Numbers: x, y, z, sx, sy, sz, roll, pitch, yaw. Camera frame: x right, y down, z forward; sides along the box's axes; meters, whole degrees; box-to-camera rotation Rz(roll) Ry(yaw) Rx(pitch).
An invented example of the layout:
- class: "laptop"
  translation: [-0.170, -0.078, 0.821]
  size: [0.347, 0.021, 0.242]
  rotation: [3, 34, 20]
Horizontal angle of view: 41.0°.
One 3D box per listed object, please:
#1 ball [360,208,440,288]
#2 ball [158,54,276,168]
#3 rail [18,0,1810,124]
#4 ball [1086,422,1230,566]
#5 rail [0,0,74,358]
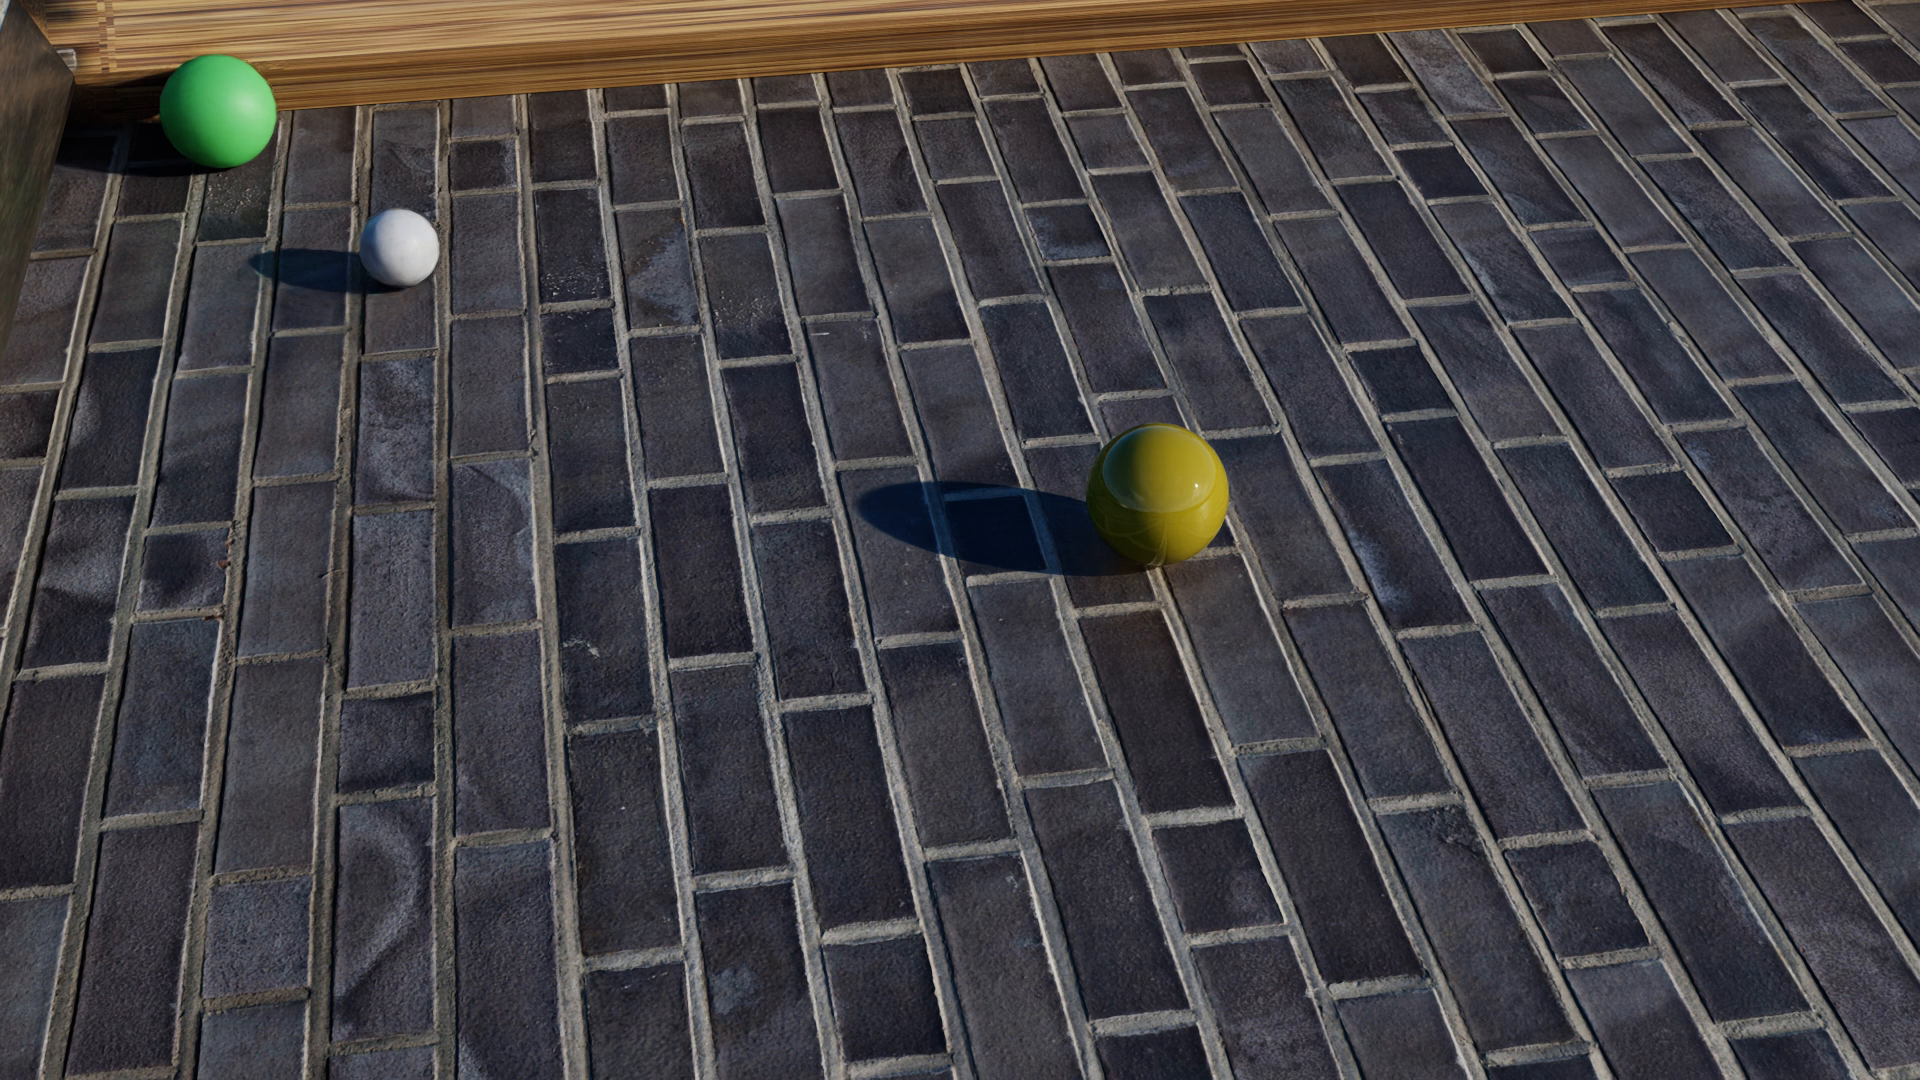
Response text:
- class: "ball"
  translation: [-0.437, -0.227, 1.999]
  size: [0.061, 0.061, 0.061]
  rotation: [0, 36, 0]
- class: "ball"
  translation: [-0.624, -0.360, 2.156]
  size: [0.095, 0.095, 0.095]
  rotation: [0, 36, 0]
- class: "rail"
  translation: [0.546, -0.527, 2.363]
  size: [2.724, 0.123, 0.045]
  rotation: [-5, 36, -8]
- class: "ball"
  translation: [0.130, -0.030, 1.694]
  size: [0.095, 0.095, 0.095]
  rotation: [0, 36, 0]
- class: "rail"
  translation: [-0.648, 0.044, 1.563]
  size: [0.045, 0.123, 1.598]
  rotation: [-5, 36, -8]
